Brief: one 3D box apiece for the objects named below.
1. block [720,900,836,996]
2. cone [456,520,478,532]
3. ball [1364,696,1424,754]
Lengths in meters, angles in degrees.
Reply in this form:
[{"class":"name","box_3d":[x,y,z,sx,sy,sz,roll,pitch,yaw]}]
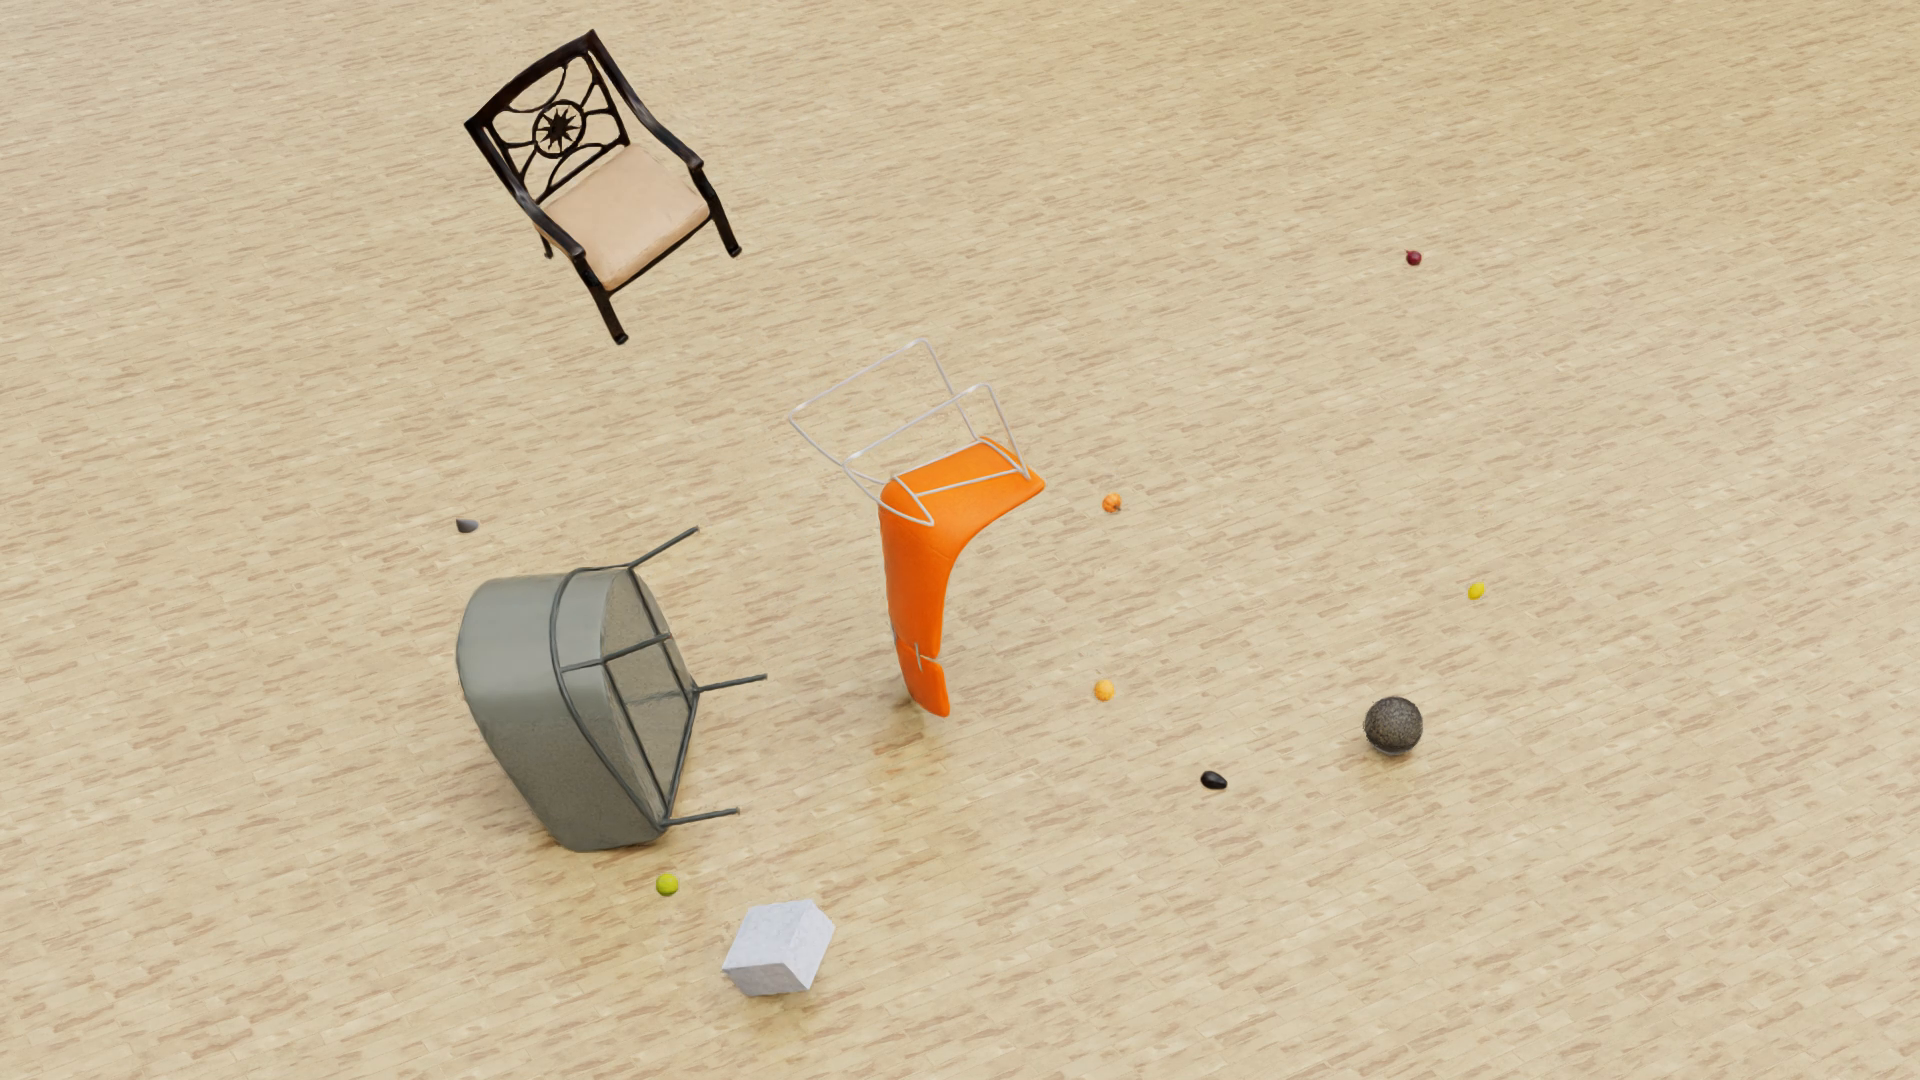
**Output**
[{"class":"block","box_3d":[-0.545,1.227,8.817,0.245,0.139,0.235,-12,39,36]},{"class":"cone","box_3d":[-1.860,-0.064,10.946,0.094,0.087,0.052,-8,70,22]},{"class":"ball","box_3d":[1.454,0.621,9.822,0.197,0.197,0.197,0,33,0]}]
